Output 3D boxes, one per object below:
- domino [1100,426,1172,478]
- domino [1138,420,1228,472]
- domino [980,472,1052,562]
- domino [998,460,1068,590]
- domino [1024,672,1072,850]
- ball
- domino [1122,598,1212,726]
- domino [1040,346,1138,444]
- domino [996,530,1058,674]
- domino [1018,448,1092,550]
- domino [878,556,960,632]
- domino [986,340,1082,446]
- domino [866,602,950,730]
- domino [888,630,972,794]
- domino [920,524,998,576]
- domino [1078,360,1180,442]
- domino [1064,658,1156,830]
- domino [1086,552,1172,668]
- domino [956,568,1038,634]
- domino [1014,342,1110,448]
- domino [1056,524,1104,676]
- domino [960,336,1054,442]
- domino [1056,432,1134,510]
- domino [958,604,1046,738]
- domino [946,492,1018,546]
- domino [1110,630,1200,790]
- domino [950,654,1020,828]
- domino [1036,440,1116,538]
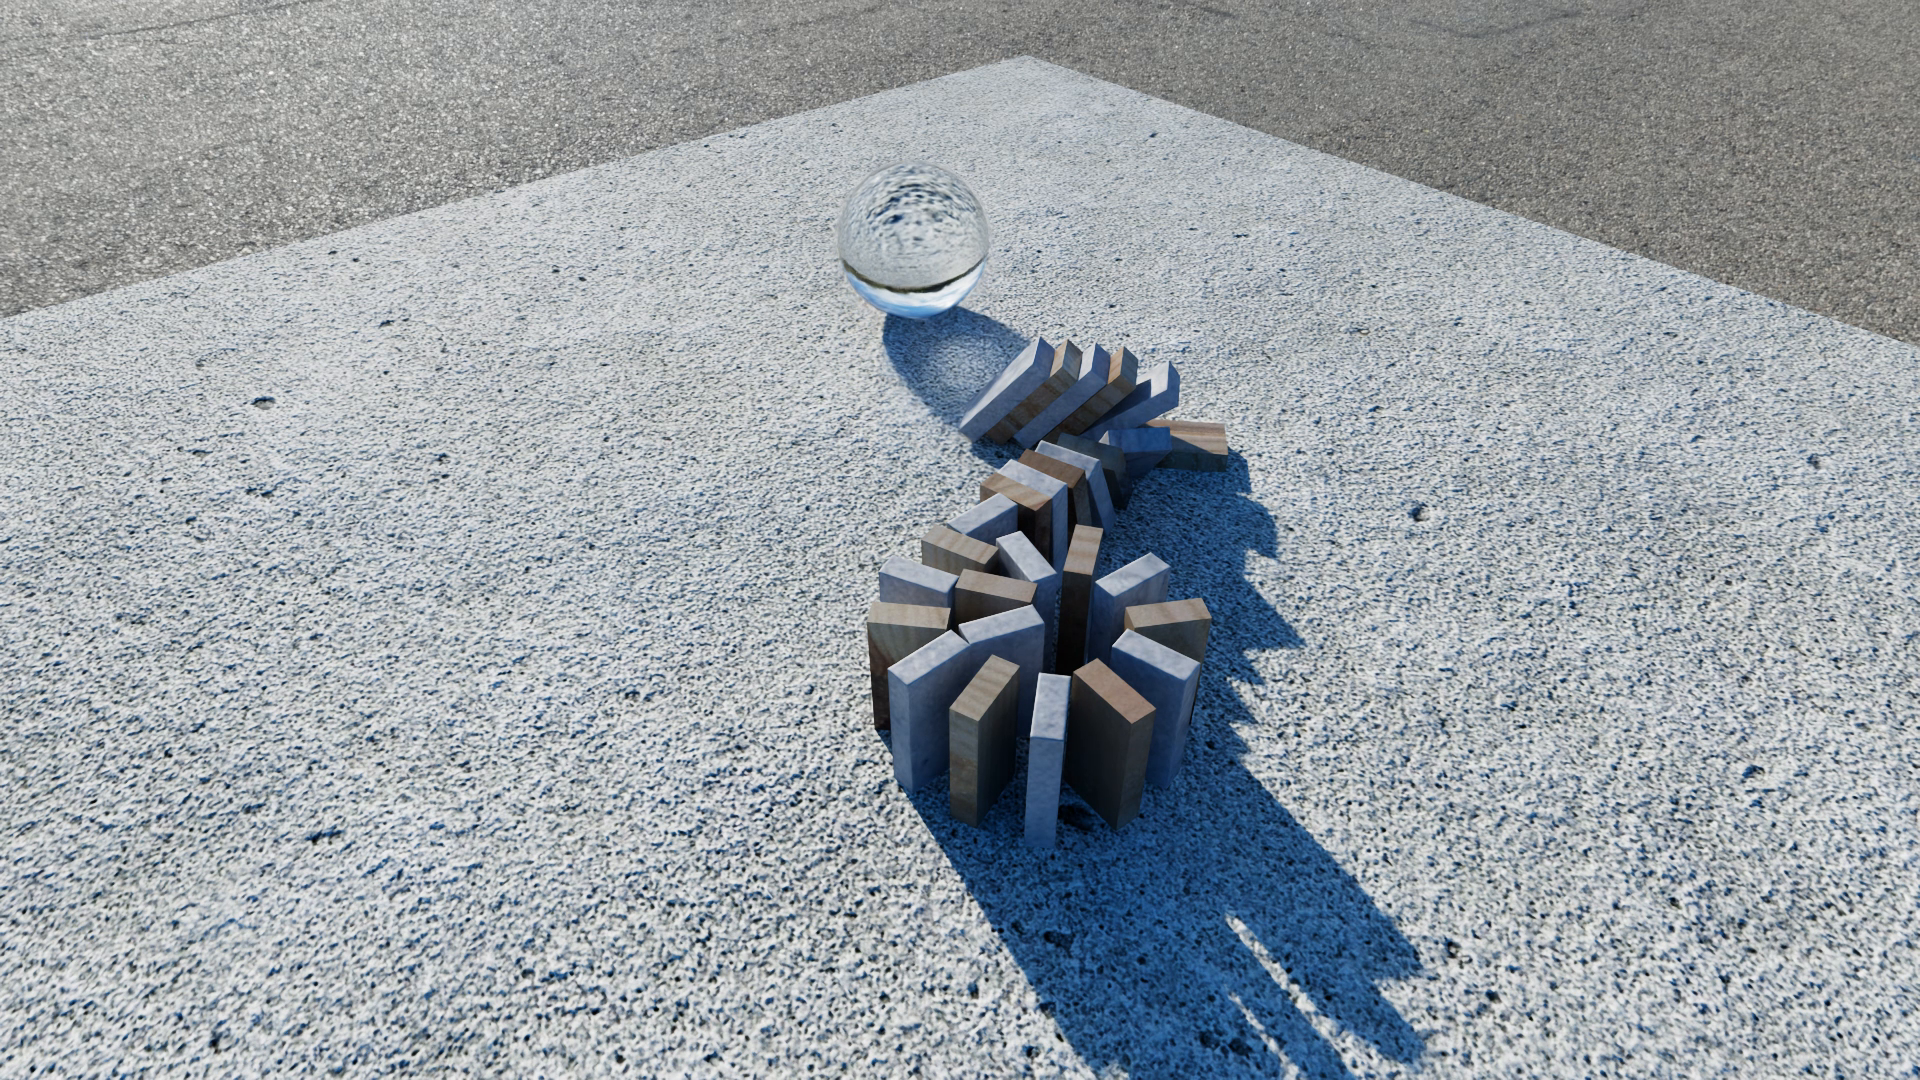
[{"bbox_3d":[0.069,-0.035,0.459,0.025,0.050,0.009,-4,81,-5],"label":"domino"},{"bbox_3d":[0.094,-0.043,0.496,0.050,0.010,0.025,4,40,5],"label":"domino"},{"bbox_3d":[0.020,0.002,0.409,0.025,0.050,0.010,27,48,29],"label":"domino"},{"bbox_3d":[0.028,-0.004,0.416,0.025,0.050,0.010,27,53,29],"label":"domino"},{"bbox_3d":[0.026,0.067,0.330,0.009,0.050,0.025,6,40,7],"label":"domino"},{"bbox_3d":[-0.025,-0.157,0.580,0.080,0.080,0.080,0,39,0],"label":"ball"},{"bbox_3d":[0.065,0.042,0.360,0.025,0.050,0.009,-7,40,-8],"label":"domino"},{"bbox_3d":[0.058,-0.062,0.492,0.010,0.050,0.025,38,37,-18],"label":"domino"},{"bbox_3d":[0.022,0.025,0.381,0.010,0.050,0.025,-17,42,-20],"label":"domino"},{"bbox_3d":[0.037,-0.012,0.426,0.025,0.050,0.010,23,62,25],"label":"domino"},{"bbox_3d":[-0.013,0.030,0.374,0.025,0.050,0.009,17,42,20],"label":"domino"},{"bbox_3d":[0.033,-0.066,0.497,0.010,0.050,0.025,38,37,-18],"label":"domino"},{"bbox_3d":[-0.016,0.043,0.359,0.025,0.050,0.009,5,40,6],"label":"domino"},{"bbox_3d":[-0.009,0.054,0.345,0.025,0.050,0.009,-29,48,-31],"label":"domino"},{"bbox_3d":[0.000,0.020,0.387,0.025,0.050,0.009,21,45,24],"label":"domino"},{"bbox_3d":[0.074,-0.059,0.493,0.050,0.010,0.025,-26,29,30],"label":"domino"},{"bbox_3d":[0.045,0.063,0.335,0.010,0.050,0.025,-25,46,-27],"label":"domino"},{"bbox_3d":[0.057,0.031,0.374,0.025,0.050,0.010,-25,46,-28],"label":"domino"},{"bbox_3d":[0.012,0.034,0.370,0.025,0.050,0.009,11,41,13],"label":"domino"},{"bbox_3d":[0.046,-0.065,0.495,0.010,0.050,0.025,38,37,-18],"label":"domino"},{"bbox_3d":[0.041,0.022,0.384,0.009,0.050,0.025,9,40,11],"label":"domino"},{"bbox_3d":[0.021,-0.068,0.499,0.010,0.050,0.025,38,37,-18],"label":"domino"},{"bbox_3d":[0.055,-0.027,0.448,0.025,0.050,0.009,17,79,18],"label":"domino"},{"bbox_3d":[0.013,0.045,0.356,0.025,0.050,0.010,-14,41,-17],"label":"domino"},{"bbox_3d":[0.008,0.010,0.399,0.025,0.050,0.009,-30,48,-30],"label":"domino"},{"bbox_3d":[0.059,0.054,0.346,0.025,0.050,0.009,25,46,27],"label":"domino"},{"bbox_3d":[0.007,0.062,0.336,0.009,0.050,0.025,21,44,23],"label":"domino"},{"bbox_3d":[0.046,-0.019,0.436,0.025,0.050,0.010,21,72,24],"label":"domino"}]
